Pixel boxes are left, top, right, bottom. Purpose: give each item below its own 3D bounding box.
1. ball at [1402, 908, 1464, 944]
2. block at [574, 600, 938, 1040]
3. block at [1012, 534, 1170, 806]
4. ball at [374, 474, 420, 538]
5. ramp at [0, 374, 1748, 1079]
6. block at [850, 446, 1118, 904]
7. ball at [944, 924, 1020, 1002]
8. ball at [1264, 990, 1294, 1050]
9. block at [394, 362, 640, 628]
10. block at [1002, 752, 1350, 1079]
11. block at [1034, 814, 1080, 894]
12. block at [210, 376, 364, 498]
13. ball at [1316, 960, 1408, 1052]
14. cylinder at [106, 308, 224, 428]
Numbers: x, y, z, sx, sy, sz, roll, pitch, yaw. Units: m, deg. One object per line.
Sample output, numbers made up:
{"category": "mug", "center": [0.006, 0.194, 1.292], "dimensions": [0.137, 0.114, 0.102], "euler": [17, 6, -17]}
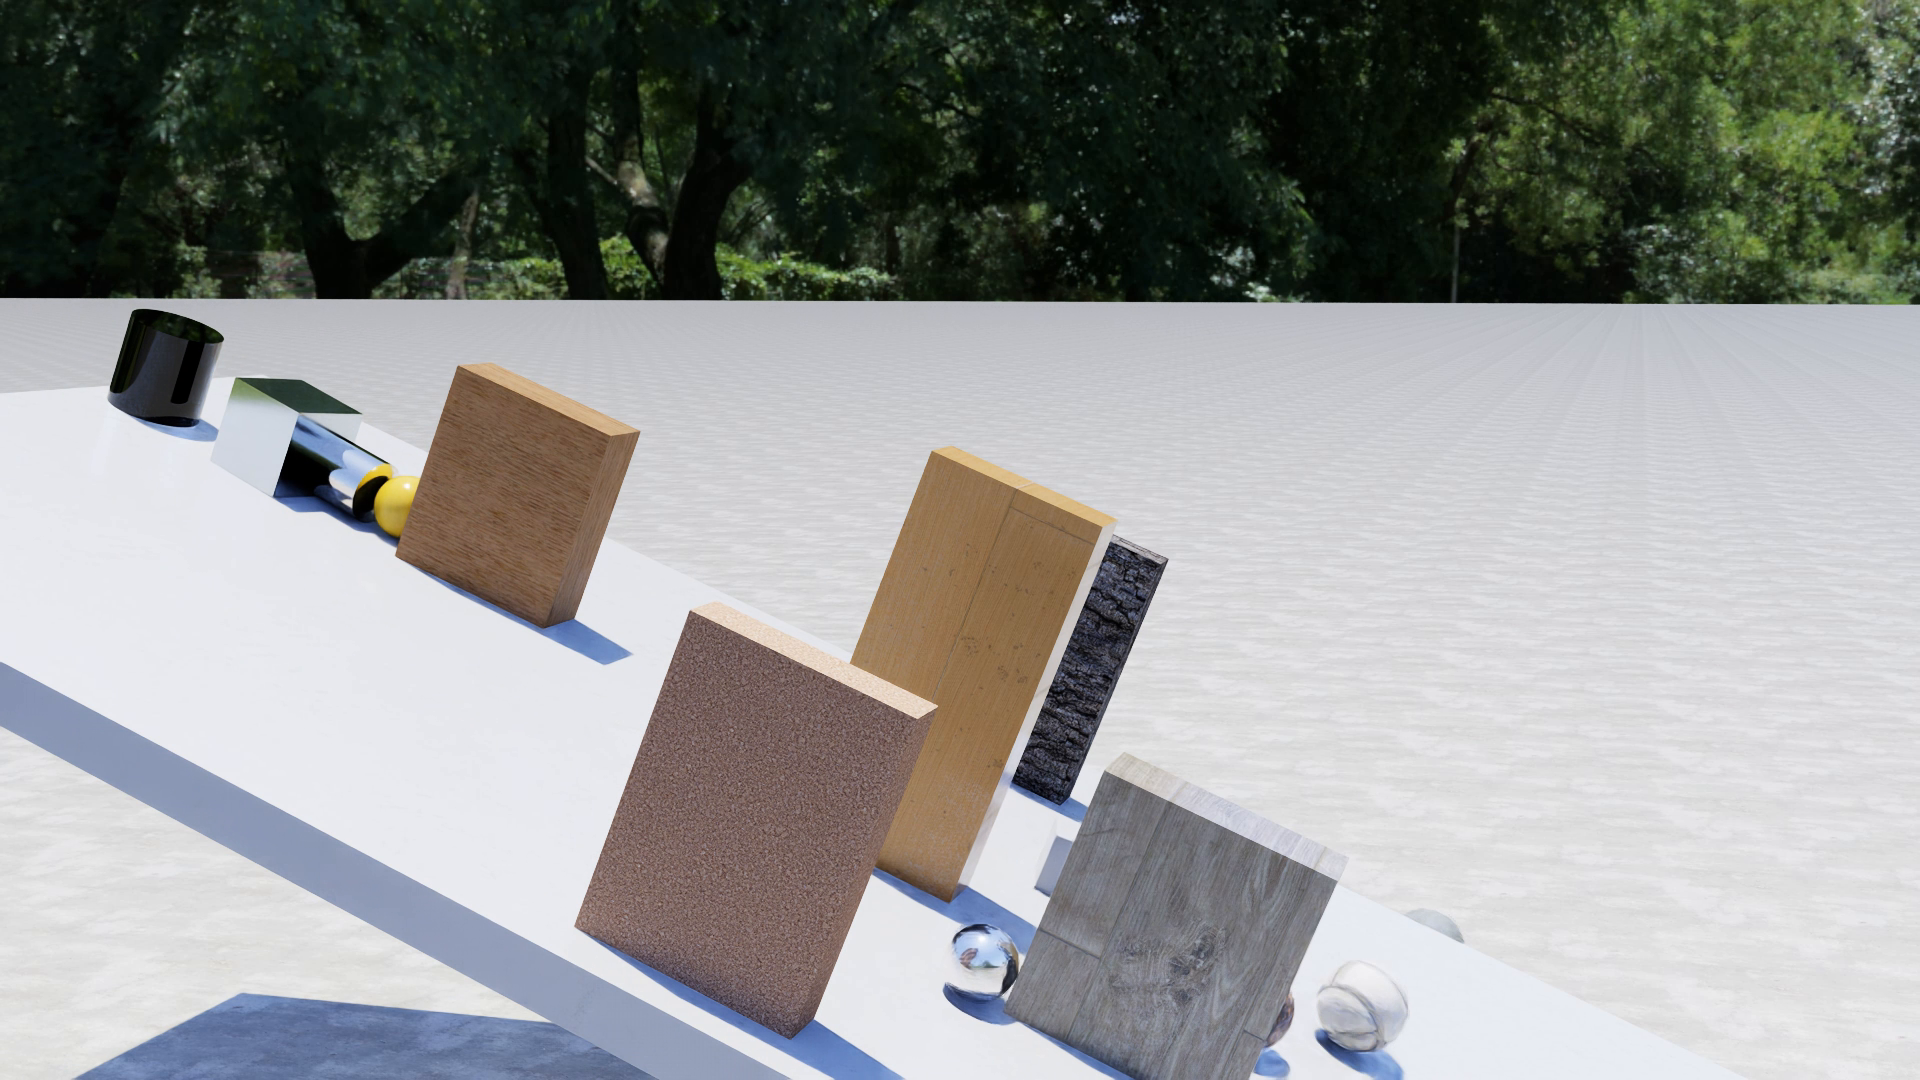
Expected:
{"category": "ball", "center": [1.208, 1.061, 5.716], "dimensions": [0.203, 0.203, 0.203], "euler": [0, 7, 0]}
{"category": "block", "center": [-0.309, 0.416, 3.288], "dimensions": [0.379, 0.535, 0.099], "euler": [24, 13, 13]}
{"category": "block", "center": [0.196, 0.244, 4.733], "dimensions": [0.302, 0.573, 0.087], "euler": [24, 13, 13]}
{"category": "ball", "center": [-1.197, -0.071, 4.757], "dimensions": [0.140, 0.140, 0.140], "euler": [0, 7, 0]}
{"category": "ramp", "center": [-0.308, 0.547, 4.195], "dimensions": [4.000, 0.100, 2.000], "euler": [24, 13, 13]}
{"category": "block", "center": [-0.017, 0.243, 3.990], "dimensions": [0.336, 0.749, 0.121], "euler": [24, 13, 13]}
{"category": "ball", "center": [0.035, 0.696, 3.621], "dimensions": [0.126, 0.126, 0.126], "euler": [0, 7, 0]}
{"category": "ball", "center": [0.508, 0.815, 3.840], "dimensions": [0.152, 0.152, 0.152], "euler": [0, 7, 0]}
{"category": "block", "center": [-0.931, -0.097, 4.622], "dimensions": [0.372, 0.436, 0.142], "euler": [24, 13, 13]}
{"category": "block", "center": [0.351, 0.647, 3.598], "dimensions": [0.406, 0.451, 0.145], "euler": [24, 13, 13]}
{"category": "block", "center": [0.220, 0.622, 4.250], "dimensions": [0.116, 0.116, 0.116], "euler": [21, 13, -2]}
{"category": "block", "center": [-1.473, -0.225, 4.813], "dimensions": [0.197, 0.197, 0.197], "euler": [27, 14, 24]}
{"category": "ball", "center": [0.735, 0.852, 4.022], "dimensions": [0.167, 0.167, 0.167], "euler": [0, 7, 0]}
{"category": "cylinder", "center": [-1.790, -0.388, 4.955], "dimensions": [0.204, 0.204, 0.204], "euler": [20, 13, -5]}
